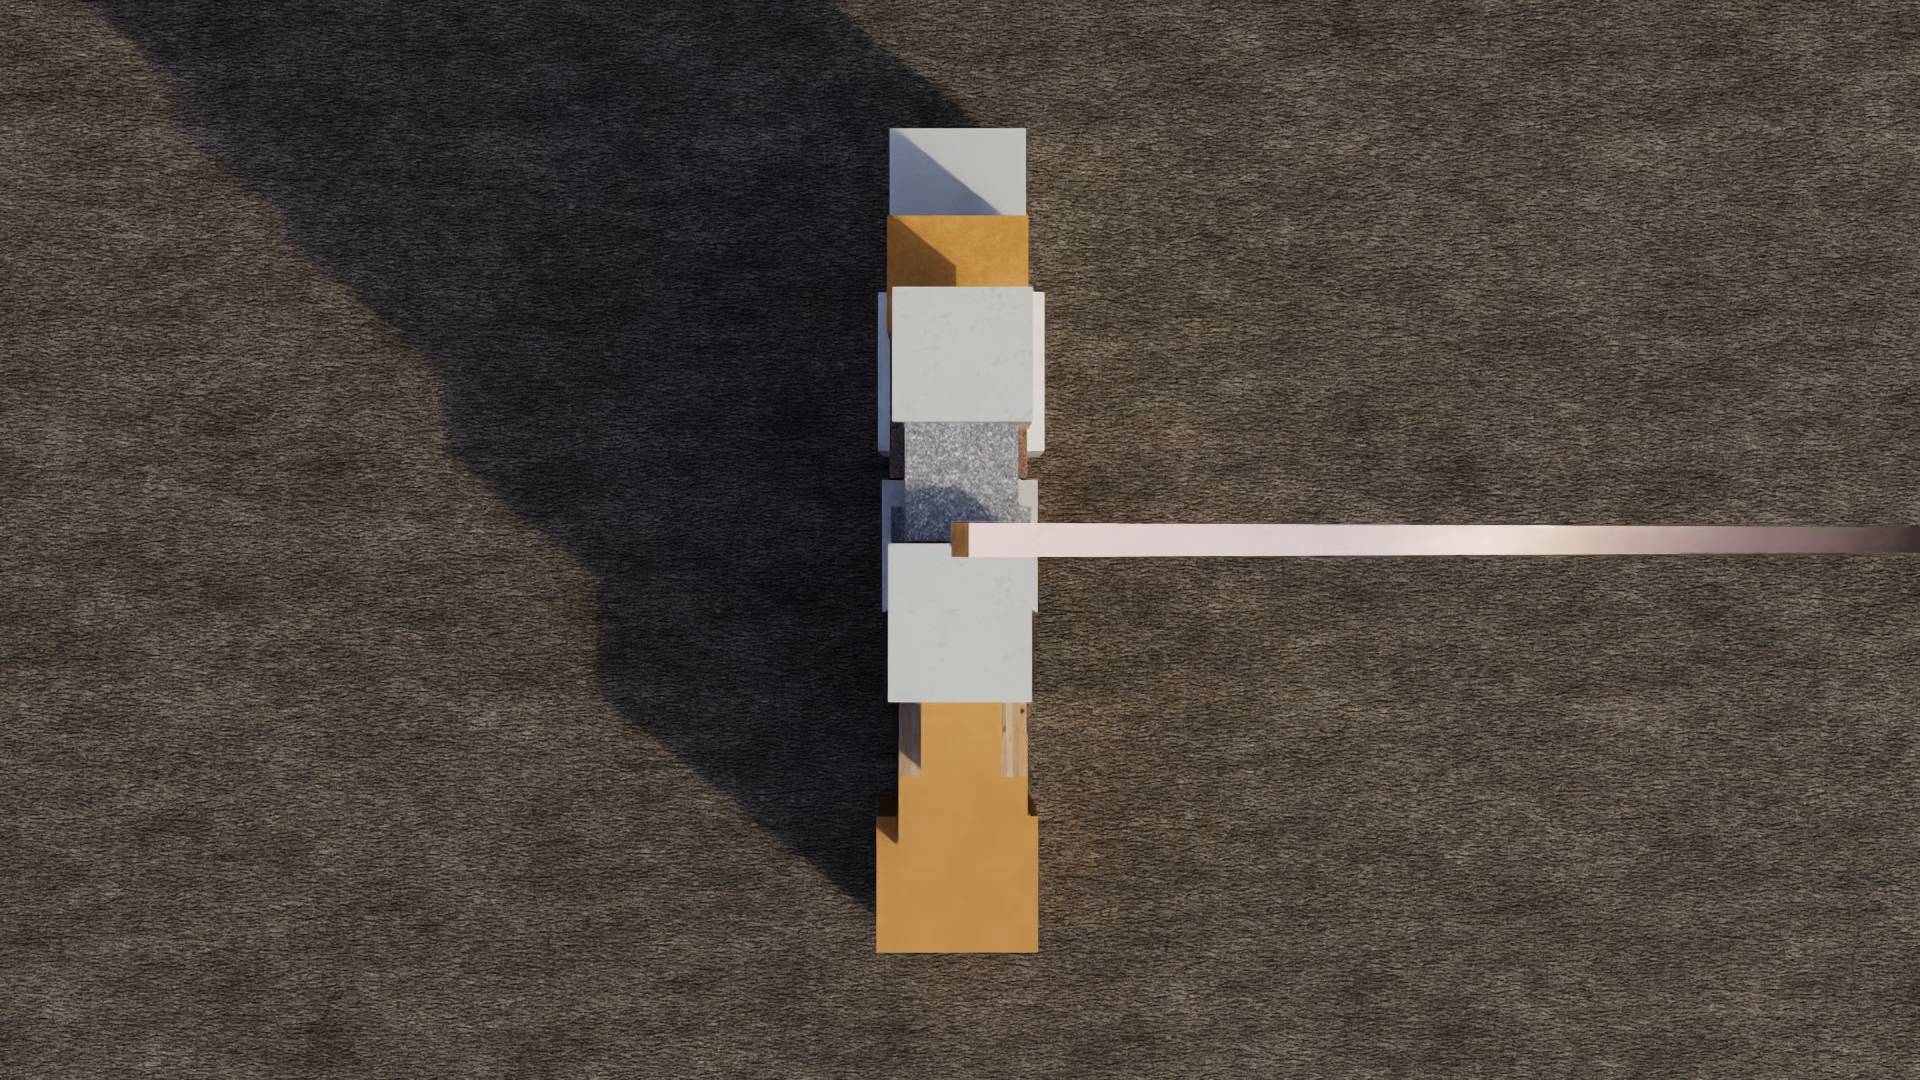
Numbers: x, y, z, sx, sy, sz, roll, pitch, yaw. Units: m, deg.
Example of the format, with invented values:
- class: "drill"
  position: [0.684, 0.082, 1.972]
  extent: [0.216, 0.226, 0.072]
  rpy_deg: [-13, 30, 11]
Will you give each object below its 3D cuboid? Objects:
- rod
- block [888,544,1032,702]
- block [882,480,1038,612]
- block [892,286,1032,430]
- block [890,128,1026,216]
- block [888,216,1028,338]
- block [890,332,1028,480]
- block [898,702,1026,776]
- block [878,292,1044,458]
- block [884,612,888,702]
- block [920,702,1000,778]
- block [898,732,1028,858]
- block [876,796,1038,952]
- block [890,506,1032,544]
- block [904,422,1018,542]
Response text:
- class: "rod"
  position: [2.212, 0.000, 6.535]
  extent: [5.200, 0.080, 0.080]
  rpy_deg: [0, 90, -32]
- class: "block"
  position: [0.000, 0.376, 10.295]
  extent: [0.653, 0.698, 0.719]
  rpy_deg: [0, 90, 0]
- class: "block"
  position: [-0.001, 0.032, 11.859]
  extent: [0.810, 0.832, 0.689]
  rpy_deg: [0, 90, 0]
- class: "block"
  position: [0.012, -0.853, 10.428]
  extent: [0.646, 0.671, 0.619]
  rpy_deg: [0, 90, 0]
- class: "block"
  position: [-0.012, -1.820, 12.546]
  extent: [0.751, 0.909, 0.887]
  rpy_deg: [0, 90, 0]
- class: "block"
  position: [-0.012, -1.385, 11.773]
  extent: [0.736, 0.637, 0.613]
  rpy_deg: [0, 90, 0]
- class: "block"
  position: [-0.008, -0.694, 11.710]
  extent: [0.707, 0.822, 0.749]
  rpy_deg: [0, 90, 0]
- class: "block"
  position: [0.014, 0.867, 11.263]
  extent: [0.638, 0.529, 0.638]
  rpy_deg: [0, 89, 0]
- class: "block"
  position: [0.007, -0.929, 12.561]
  extent: [0.917, 0.879, 0.876]
  rpy_deg: [0, 90, 0]
- class: "block"
  position: [-0.017, 0.535, 12.637]
  extent: [0.821, 0.726, 0.748]
  rpy_deg: [0, 90, 0]
- class: "block"
  position: [0.004, 0.948, 10.773]
  extent: [0.383, 0.448, 0.401]
  rpy_deg: [0, 89, 0]
- class: "block"
  position: [0.017, 1.350, 11.797]
  extent: [0.676, 0.563, 0.653]
  rpy_deg: [0, 87, 0]
- class: "block"
  position: [-0.014, 1.890, 12.535]
  extent: [0.887, 0.930, 0.747]
  rpy_deg: [0, 90, 0]
- class: "block"
  position: [0.006, 0.194, 11.043]
  extent: [0.680, 0.796, 0.704]
  rpy_deg: [0, 90, 0]
- class: "block"
  position: [0.007, -0.267, 10.389]
  extent: [0.523, 0.517, 0.553]
  rpy_deg: [0, 90, 0]
